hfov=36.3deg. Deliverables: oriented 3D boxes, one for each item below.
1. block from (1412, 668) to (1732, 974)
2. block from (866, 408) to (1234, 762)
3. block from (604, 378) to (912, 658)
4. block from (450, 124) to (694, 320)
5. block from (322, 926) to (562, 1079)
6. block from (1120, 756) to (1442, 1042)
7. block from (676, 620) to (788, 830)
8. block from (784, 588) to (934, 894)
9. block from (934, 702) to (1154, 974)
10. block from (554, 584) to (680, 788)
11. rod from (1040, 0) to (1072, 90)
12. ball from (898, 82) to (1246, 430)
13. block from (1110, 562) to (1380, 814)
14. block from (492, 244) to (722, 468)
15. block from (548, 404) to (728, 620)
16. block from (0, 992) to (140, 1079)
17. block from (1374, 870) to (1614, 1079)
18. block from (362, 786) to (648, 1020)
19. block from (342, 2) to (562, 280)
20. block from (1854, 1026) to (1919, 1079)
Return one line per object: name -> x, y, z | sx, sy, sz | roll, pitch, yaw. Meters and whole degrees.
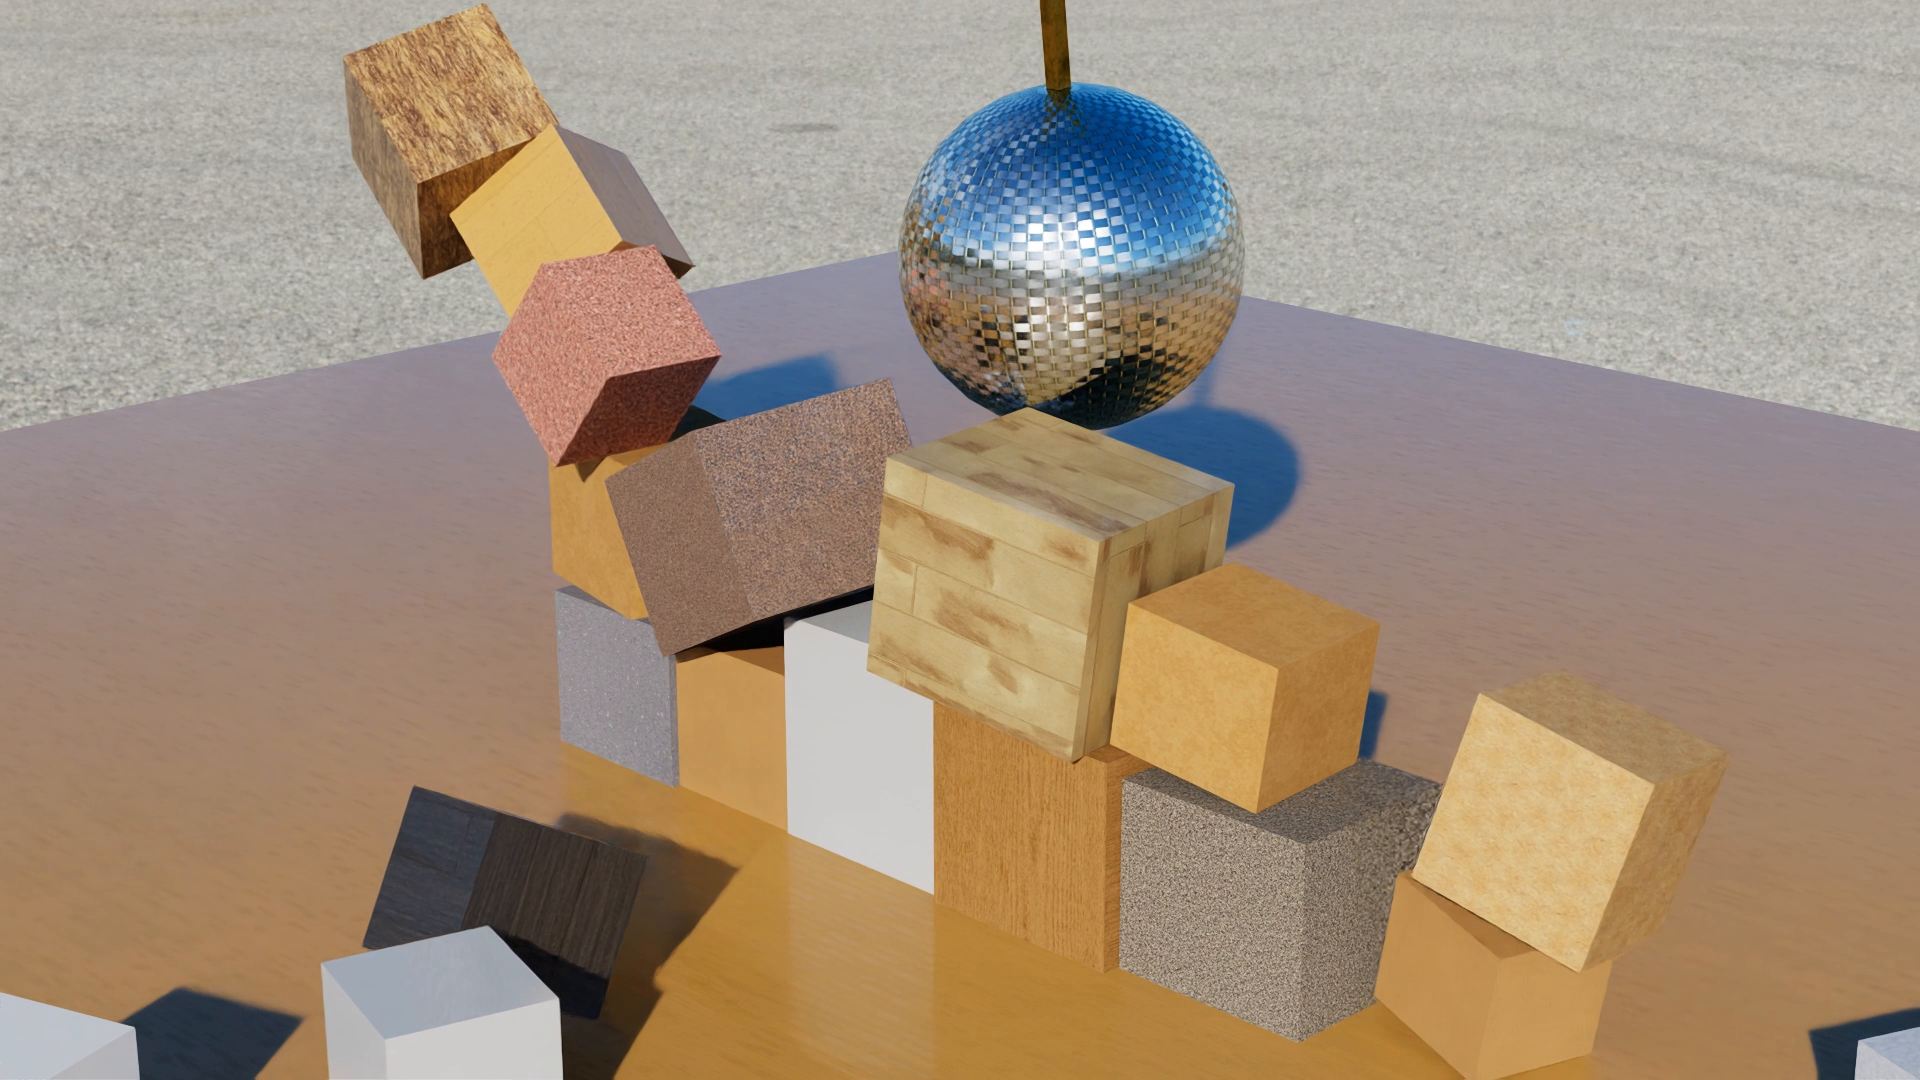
block -> 2.374, 1.071, 11.392 | 0.769, 0.811, 0.712 | 29, 23, 31
block -> 0.382, 0.165, 12.668 | 1.121, 1.006, 0.986 | 22, 28, 33
block -> -0.874, -0.099, 13.852 | 1.073, 0.900, 1.035 | -17, -2, -31
block -> -1.929, -1.490, 14.596 | 0.716, 0.747, 0.676 | -38, -20, 17
block -> -1.945, 1.954, 11.034 | 0.667, 0.655, 0.726 | -10, 20, -28
block -> 1.345, 1.422, 12.370 | 0.905, 0.869, 0.977 | -17, 24, -42
block -> -0.762, 0.826, 14.409 | 0.944, 0.784, 0.818 | -17, 24, -42
block -> -0.114, 0.876, 13.732 | 0.967, 1.095, 1.020 | -17, 24, -42
block -> 0.619, 1.166, 13.032 | 1.050, 0.960, 1.032 | -17, 24, -42
block -> -1.383, 0.633, 14.973 | 0.985, 0.815, 0.900 | -17, 24, -42
rod -> 0.222, -4.429, 12.182 | 0.080, 5.200, 0.080 | 17, 31, 42
ball -> 0.511, -1.296, 13.471 | 1.600, 1.600, 1.600 | 0, 17, 0
block -> 1.188, 0.602, 12.259 | 0.767, 0.656, 0.724 | 24, 29, 36
block -> -1.716, -0.892, 14.195 | 0.663, 0.717, 0.687 | -15, 64, -40
block -> -1.514, -0.161, 14.831 | 0.807, 0.784, 0.906 | -11, 20, -31
block -> -3.392, 2.119, 10.437 | 0.665, 0.698, 0.664 | 8, 19, 25
block -> 2.145, 1.699, 11.766 | 0.601, 0.587, 0.659 | -8, 29, -28
block -> -1.850, 1.468, 11.912 | 0.723, 0.684, 0.739 | 22, -9, -36
block -> -2.552, -2.004, 14.788 | 0.774, 0.879, 0.827 | -25, 69, -19
block -> 3.689, 2.139, 10.536 | 0.706, 0.602, 0.620 | -7, 19, -22
